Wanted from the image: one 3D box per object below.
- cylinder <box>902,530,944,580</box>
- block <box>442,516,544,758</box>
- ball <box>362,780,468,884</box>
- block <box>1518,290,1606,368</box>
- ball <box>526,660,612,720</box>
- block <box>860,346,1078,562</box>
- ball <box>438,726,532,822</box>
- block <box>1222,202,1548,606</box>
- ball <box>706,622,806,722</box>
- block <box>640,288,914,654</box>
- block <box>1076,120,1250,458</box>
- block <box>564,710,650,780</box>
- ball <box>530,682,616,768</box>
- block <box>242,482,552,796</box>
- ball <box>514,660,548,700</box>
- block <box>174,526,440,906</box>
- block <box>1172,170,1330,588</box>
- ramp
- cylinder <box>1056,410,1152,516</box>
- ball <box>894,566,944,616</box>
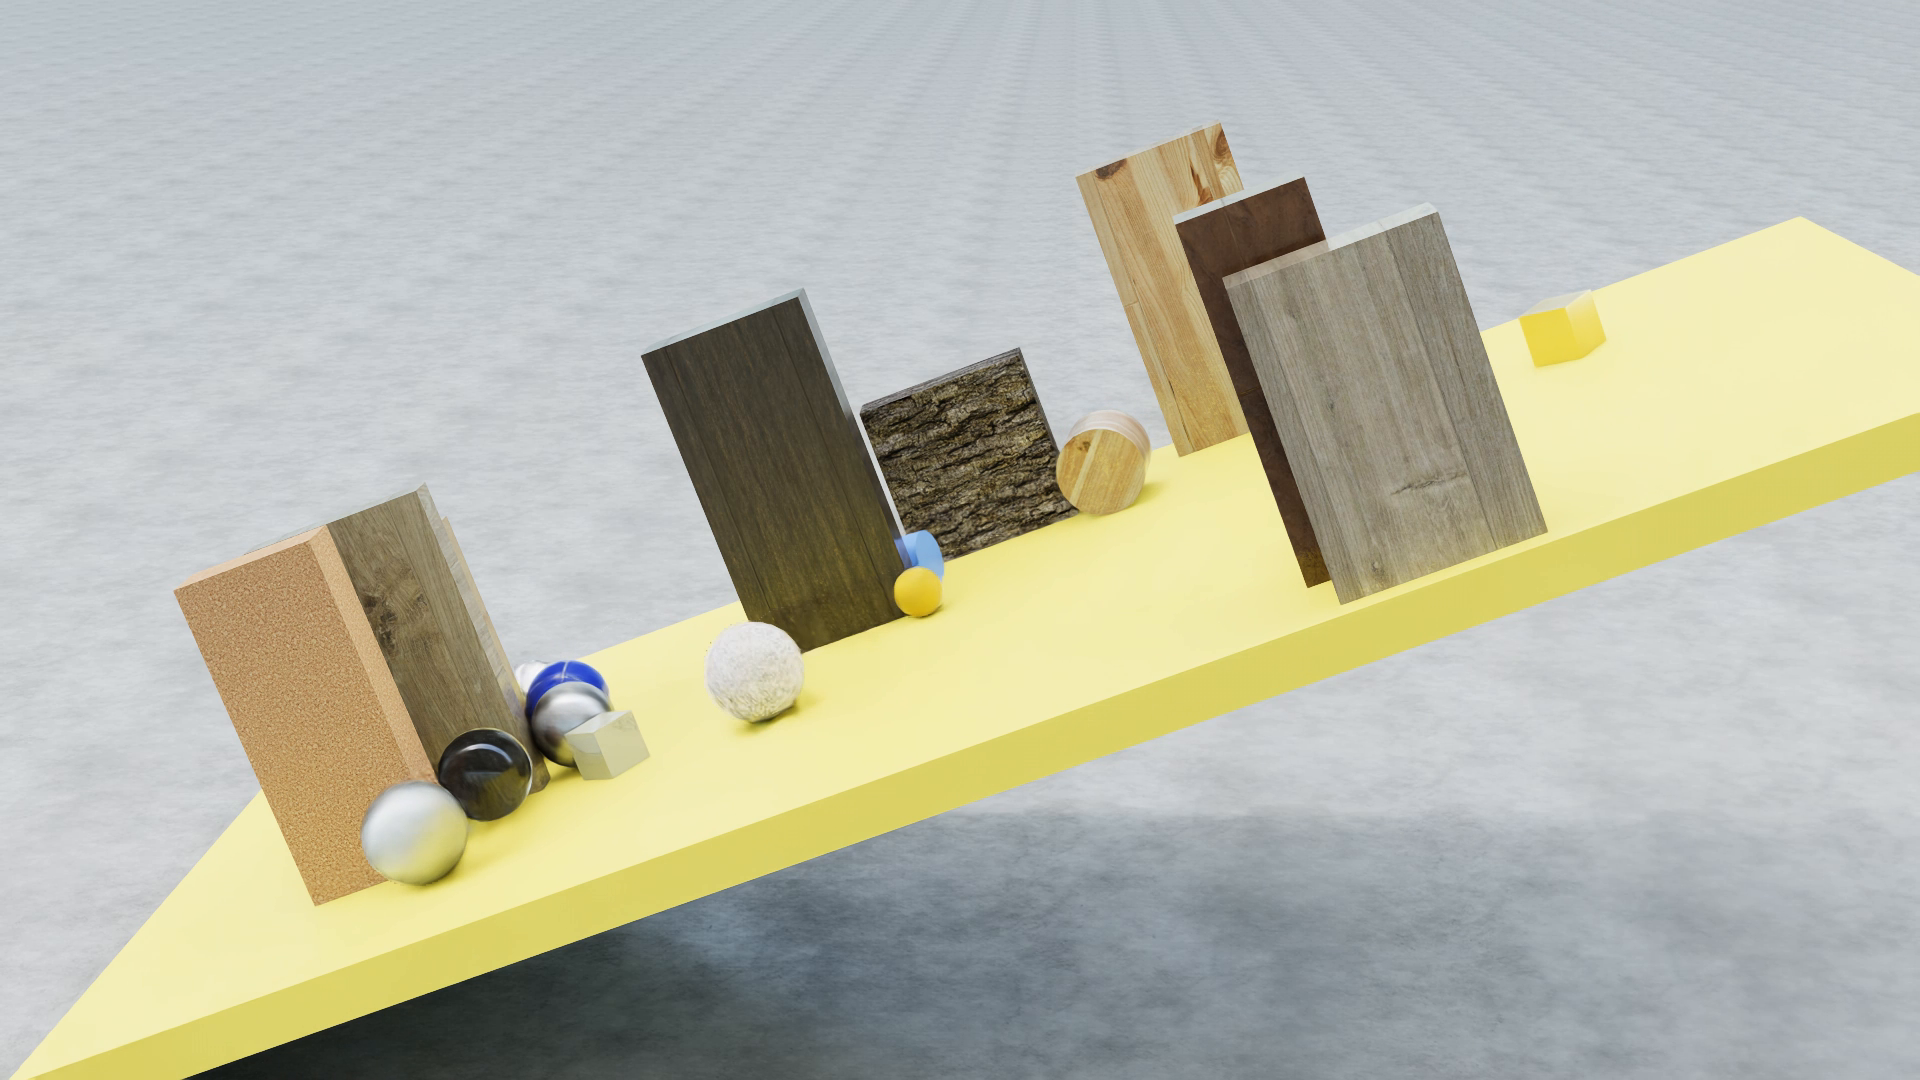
[{"bbox_3d":[-0.125,0.057,6.695,0.130,0.130,0.130,-16,6,24],"label":"cylinder"},{"bbox_3d":[-1.164,0.275,6.432,0.305,0.574,0.129,-20,12,7],"label":"block"},{"bbox_3d":[-1.075,0.578,5.813,0.206,0.206,0.206,0,13,0],"label":"ball"},{"bbox_3d":[1.336,-0.469,6.522,0.121,0.121,0.121,-10,16,43],"label":"block"},{"bbox_3d":[-0.864,0.358,6.489,0.187,0.187,0.187,0,13,0],"label":"ball"},{"bbox_3d":[0.024,-0.189,6.876,0.394,0.400,0.119,-20,12,7],"label":"block"},{"bbox_3d":[-0.985,0.486,6.101,0.195,0.195,0.195,0,13,0],"label":"ball"},{"bbox_3d":[0.763,-0.244,5.285,0.392,0.613,0.145,-20,12,7],"label":"block"},{"bbox_3d":[-0.422,0.271,6.056,0.205,0.205,0.205,0,13,0],"label":"ball"},{"bbox_3d":[-0.387,-0.138,6.508,0.369,0.746,0.139,-20,12,7],"label":"block"},{"bbox_3d":[0.566,-0.595,6.981,0.360,0.715,0.103,-20,12,7],"label":"block"},{"bbox_3d":[-0.736,0.429,6.137,0.107,0.107,0.107,-8,17,48],"label":"block"},{"bbox_3d":[-0.821,0.393,6.262,0.184,0.184,0.184,0,13,0],"label":"ball"},{"bbox_3d":[-1.183,0.270,6.203,0.395,0.689,0.087,-20,12,7],"label":"block"},{"bbox_3d":[-0.988,0.350,6.870,0.137,0.137,0.137,0,13,0],"label":"ball"},{"bbox_3d":[-1.296,0.357,5.959,0.297,0.706,0.138,-20,12,7],"label":"block"},{"bbox_3d":[0.638,-0.298,5.465,0.248,0.727,0.126,-20,12,7],"label":"block"},{"bbox_3d":[0.118,0.176,6.295,4.000,0.100,2.000,-20,12,7],"label":"ramp"},{"bbox_3d":[0.333,-0.181,6.784,0.203,0.203,0.203,2,15,7],"label":"cylinder"},{"bbox_3d":[-0.091,0.113,6.428,0.110,0.110,0.110,0,13,0],"label":"ball"}]
